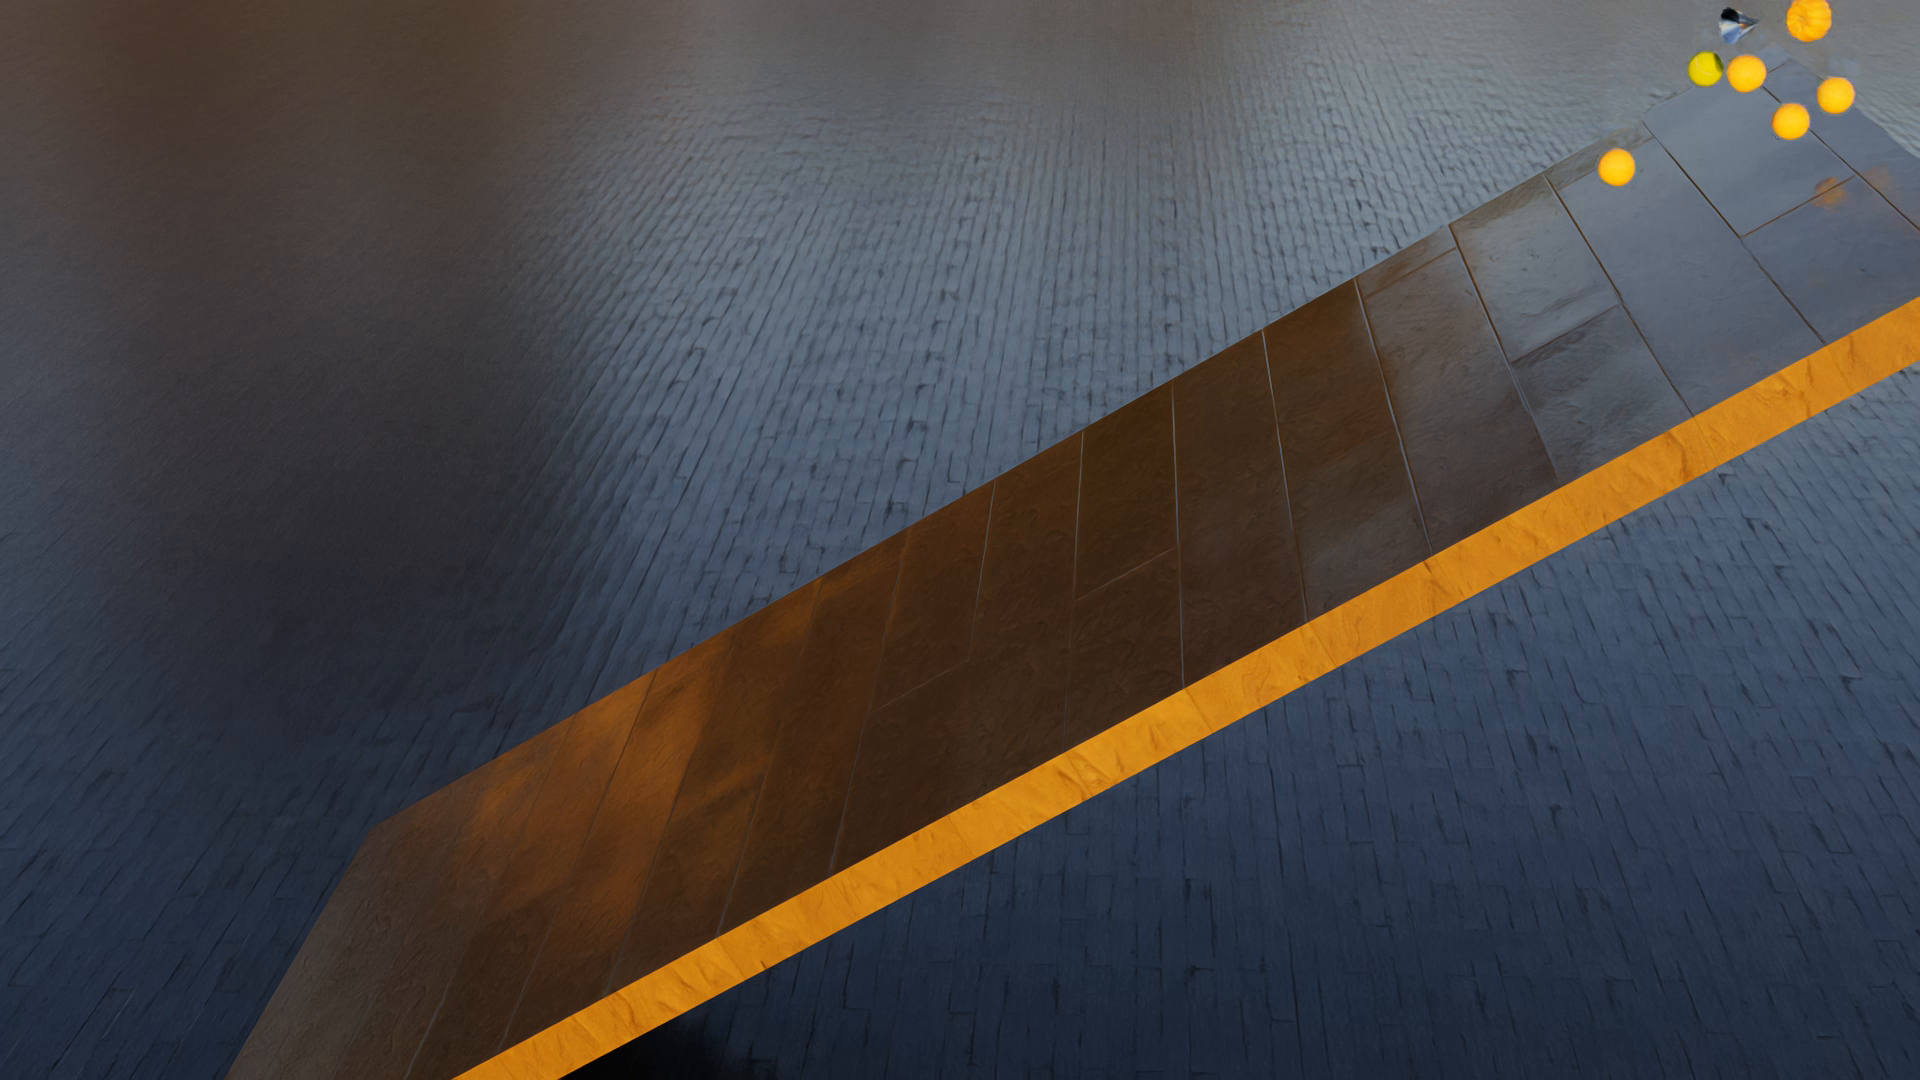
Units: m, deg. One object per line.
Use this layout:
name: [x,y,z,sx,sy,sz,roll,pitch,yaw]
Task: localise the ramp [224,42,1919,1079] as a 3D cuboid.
ramp: [0.141,0.168,6.288,4.000,0.100,2.000,-29,15,13]
